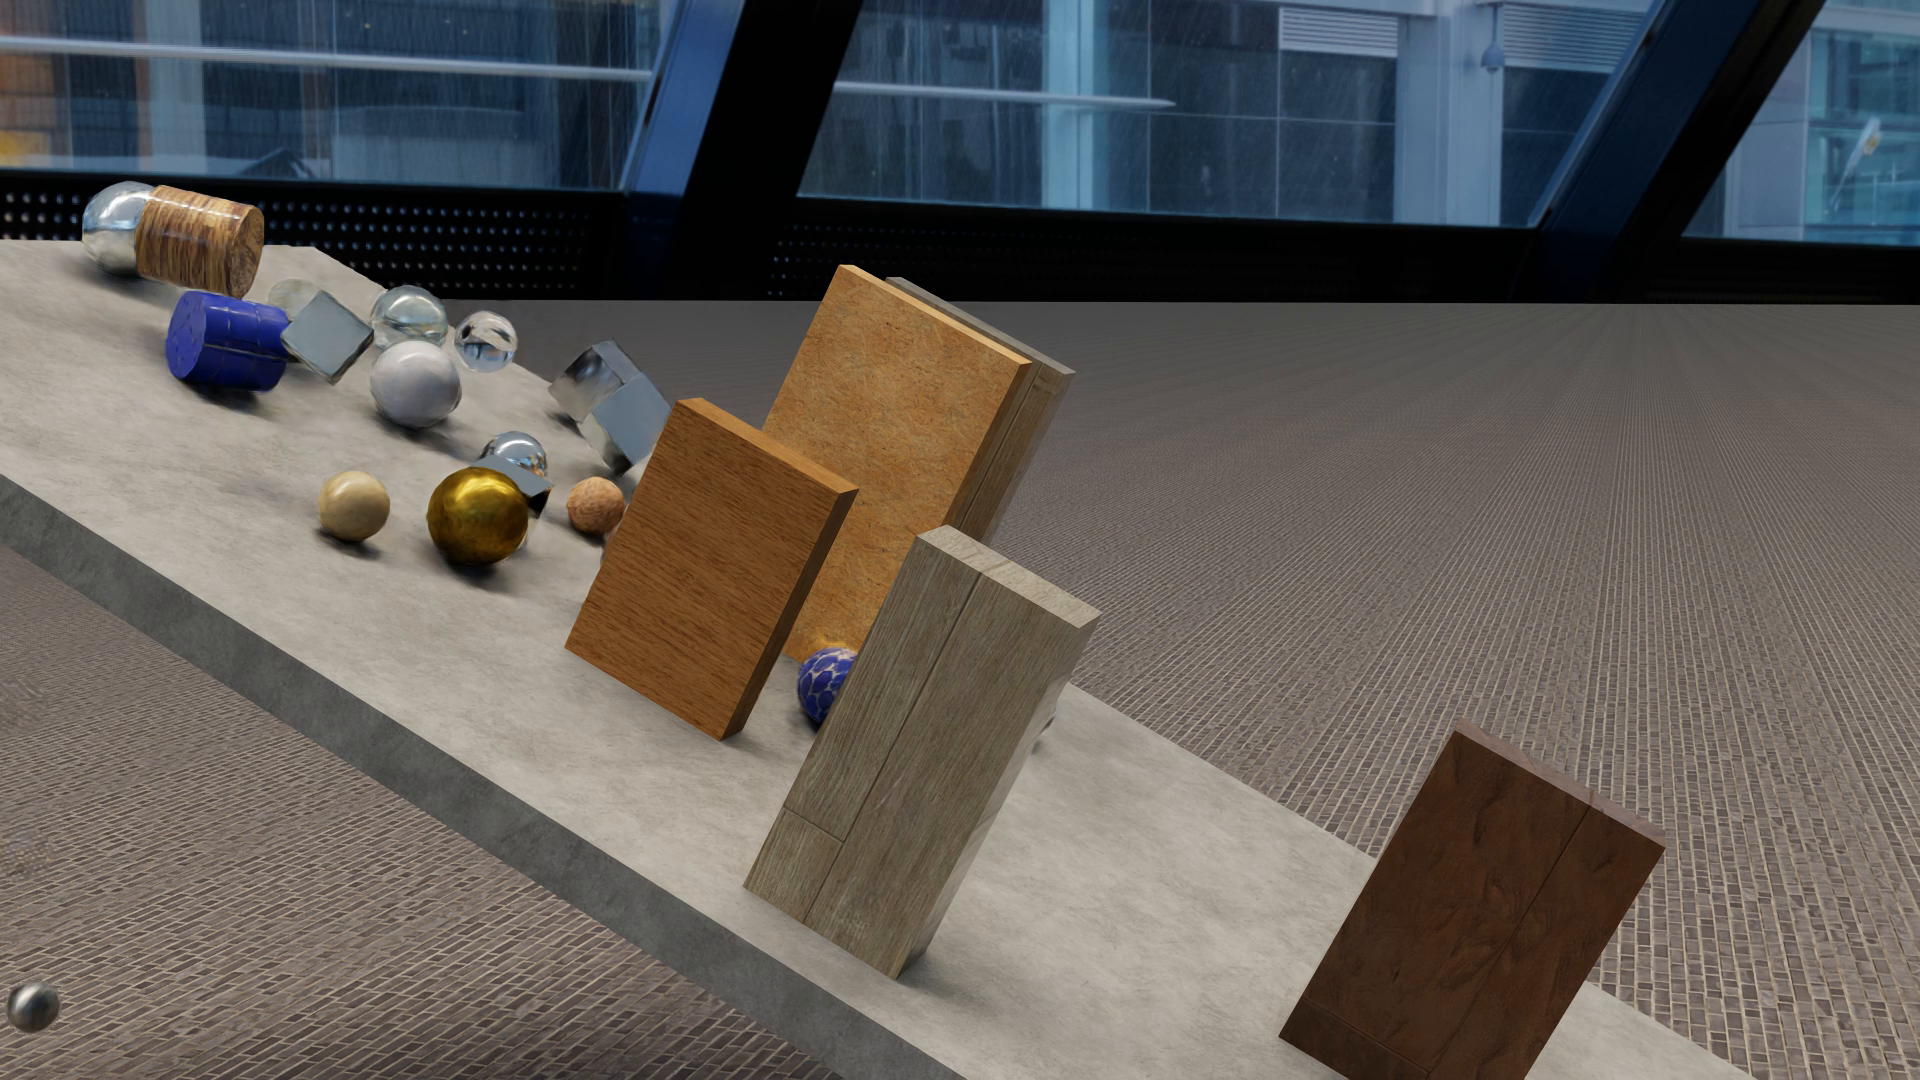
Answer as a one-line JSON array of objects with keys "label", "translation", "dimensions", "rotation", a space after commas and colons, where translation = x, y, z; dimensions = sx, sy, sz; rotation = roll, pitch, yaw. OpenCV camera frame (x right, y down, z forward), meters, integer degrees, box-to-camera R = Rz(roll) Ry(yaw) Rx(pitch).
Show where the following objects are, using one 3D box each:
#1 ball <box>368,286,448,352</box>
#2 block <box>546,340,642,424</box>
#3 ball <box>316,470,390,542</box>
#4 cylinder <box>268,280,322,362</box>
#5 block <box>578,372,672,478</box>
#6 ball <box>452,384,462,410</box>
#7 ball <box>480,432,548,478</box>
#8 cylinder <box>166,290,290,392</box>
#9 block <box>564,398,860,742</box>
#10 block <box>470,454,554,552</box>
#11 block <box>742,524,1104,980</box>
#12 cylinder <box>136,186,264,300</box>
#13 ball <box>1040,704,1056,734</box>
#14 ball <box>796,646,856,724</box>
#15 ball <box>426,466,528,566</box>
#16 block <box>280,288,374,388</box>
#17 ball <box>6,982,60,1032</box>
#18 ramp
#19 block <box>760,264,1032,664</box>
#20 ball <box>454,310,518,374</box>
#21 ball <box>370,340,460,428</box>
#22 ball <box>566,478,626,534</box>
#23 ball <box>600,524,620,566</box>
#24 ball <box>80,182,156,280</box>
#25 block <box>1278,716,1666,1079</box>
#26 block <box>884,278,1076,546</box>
[{"label": "ball", "translation": [-1.235, -0.483, 4.926], "dimensions": [0.173, 0.173, 0.173], "rotation": [0, 7, 0]}, {"label": "block", "translation": [-0.839, -0.354, 5.133], "dimensions": [0.151, 0.151, 0.151], "rotation": [-41, 2, 14]}, {"label": "ball", "translation": [-1.053, -0.060, 3.820], "dimensions": [0.124, 0.124, 0.124], "rotation": [0, 7, 0]}, {"label": "cylinder", "translation": [-1.364, -0.450, 4.517], "dimensions": [0.121, 0.121, 0.121], "rotation": [-3, -36, -26]}, {"label": "block", "translation": [-0.726, -0.251, 4.845], "dimensions": [0.148, 0.148, 0.148], "rotation": [-40, 6, -23]}, {"label": "ball", "translation": [-1.115, -0.317, 4.672], "dimensions": [0.111, 0.111, 0.111], "rotation": [0, 7, 0]}, {"label": "ball", "translation": [-0.897, -0.152, 4.419], "dimensions": [0.134, 0.134, 0.134], "rotation": [0, 7, 0]}, {"label": "cylinder", "translation": [-1.406, -0.380, 4.226], "dimensions": [0.170, 0.170, 0.170], "rotation": [9, -1, -43]}, {"label": "block", "translation": [-0.431, 0.049, 3.796], "dimensions": [0.329, 0.488, 0.101], "rotation": [30, 14, 12]}, {"label": "block", "translation": [-0.872, -0.066, 4.162], "dimensions": [0.130, 0.130, 0.130], "rotation": [27, 14, 1]}, {"label": "block", "translation": [-0.058, 0.314, 3.269], "dimensions": [0.270, 0.606, 0.149], "rotation": [30, 14, 12]}, {"label": "cylinder", "translation": [-1.493, -0.585, 4.326], "dimensions": [0.186, 0.186, 0.186], "rotation": [13, 6, -3]}, {"label": "ball", "translation": [0.135, 0.342, 4.519], "dimensions": [0.127, 0.127, 0.127], "rotation": [0, 7, 0]}, {"label": "ball", "translation": [-0.231, 0.271, 4.073], "dimensions": [0.146, 0.146, 0.146], "rotation": [0, 7, 0]}, {"label": "ball", "translation": [-0.871, -0.042, 3.973], "dimensions": [0.180, 0.180, 0.180], "rotation": [0, 7, 0]}, {"label": "block", "translation": [-1.121, -0.357, 3.896], "dimensions": [0.112, 0.112, 0.112], "rotation": [40, -13, -8]}, {"label": "ball", "translation": [-2.003, 1.009, 4.752], "dimensions": [0.108, 0.108, 0.108], "rotation": [0, 7, 0]}, {"label": "ramp", "translation": [-0.233, 0.389, 4.153], "dimensions": [4.000, 0.100, 2.000], "rotation": [30, 14, 12]}, {"label": "block", "translation": [-0.206, -0.116, 4.299], "dimensions": [0.407, 0.731, 0.083], "rotation": [30, 14, 12]}, {"label": "ball", "translation": [-0.983, -0.411, 4.564], "dimensions": [0.129, 0.129, 0.129], "rotation": [0, 7, 0]}, {"label": "ball", "translation": [-1.121, -0.320, 4.527], "dimensions": [0.180, 0.180, 0.180], "rotation": [0, 7, 0]}, {"label": "ball", "translation": [-0.736, -0.069, 4.447], "dimensions": [0.117, 0.117, 0.117], "rotation": [0, 7, 0]}, {"label": "ball", "translation": [-0.562, 0.045, 4.052], "dimensions": [0.200, 0.200, 0.200], "rotation": [0, 7, 0]}, {"label": "ball", "translation": [-1.715, -0.641, 4.564], "dimensions": [0.203, 0.203, 0.203], "rotation": [0, 7, 0]}, {"label": "block", "translation": [0.846, 0.657, 3.658], "dimensions": [0.374, 0.611, 0.117], "rotation": [30, 14, 12]}, {"label": "block", "translation": [-0.108, -0.144, 4.649], "dimensions": [0.431, 0.698, 0.098], "rotation": [30, 14, 12]}]
